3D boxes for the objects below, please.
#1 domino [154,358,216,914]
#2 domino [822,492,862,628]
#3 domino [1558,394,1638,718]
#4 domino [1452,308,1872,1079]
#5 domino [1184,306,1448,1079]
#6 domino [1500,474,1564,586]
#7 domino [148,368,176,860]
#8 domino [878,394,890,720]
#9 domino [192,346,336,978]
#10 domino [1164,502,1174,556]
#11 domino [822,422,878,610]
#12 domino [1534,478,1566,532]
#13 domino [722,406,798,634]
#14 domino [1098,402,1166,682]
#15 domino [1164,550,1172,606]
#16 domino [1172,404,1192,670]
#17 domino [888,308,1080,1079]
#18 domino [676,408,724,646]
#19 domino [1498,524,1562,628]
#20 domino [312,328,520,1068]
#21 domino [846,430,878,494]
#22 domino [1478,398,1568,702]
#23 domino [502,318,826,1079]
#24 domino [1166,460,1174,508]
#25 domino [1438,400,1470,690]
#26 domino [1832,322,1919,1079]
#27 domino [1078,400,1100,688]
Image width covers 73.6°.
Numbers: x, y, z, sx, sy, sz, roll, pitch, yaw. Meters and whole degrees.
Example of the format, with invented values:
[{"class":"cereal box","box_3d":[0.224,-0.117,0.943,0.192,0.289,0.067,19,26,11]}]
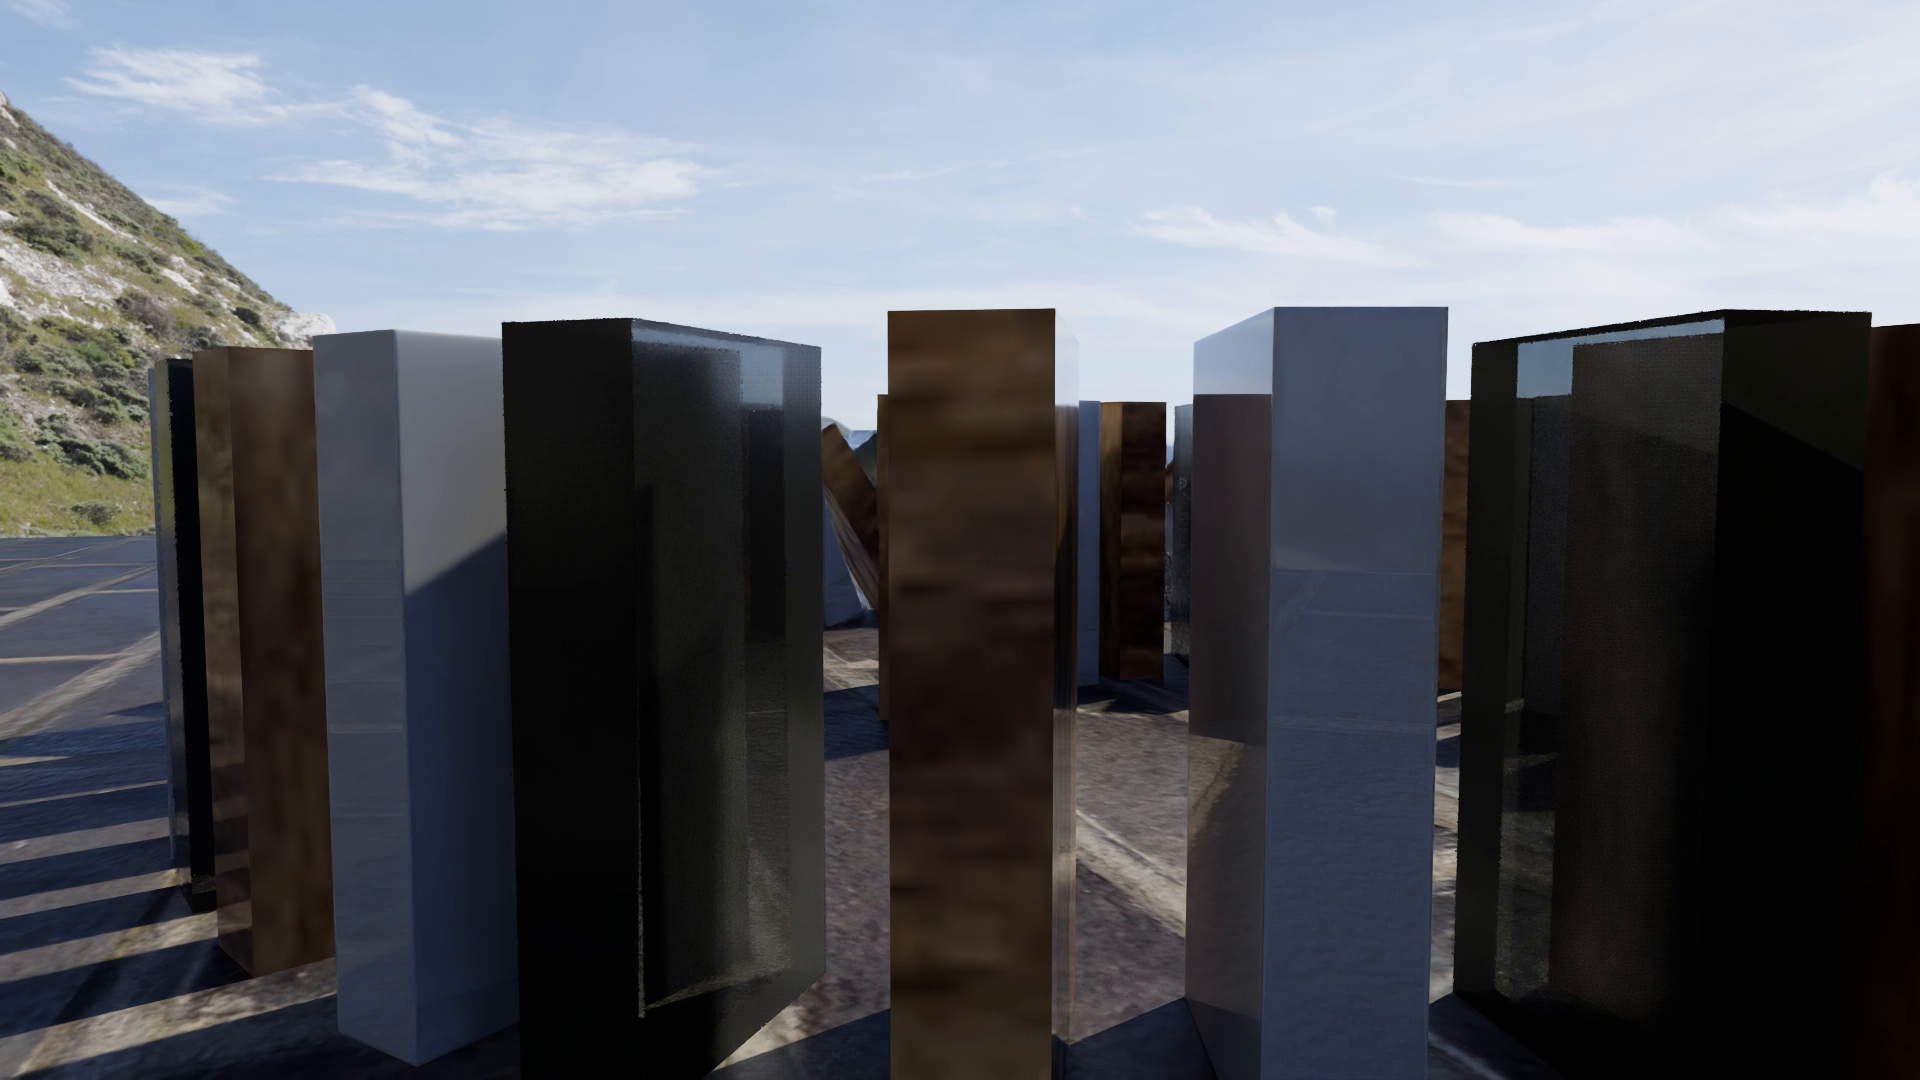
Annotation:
[{"class":"domino","box_3d":[-0.063,0.008,0.126,0.025,0.050,0.009,-3,5,-38]},{"class":"domino","box_3d":[-0.040,-0.005,0.304,0.009,0.050,0.025,-24,16,-27]},{"class":"domino","box_3d":[0.110,0.002,0.206,0.025,0.050,0.010,-2,5,-22]},{"class":"domino","box_3d":[0.045,0.011,0.086,0.009,0.050,0.025,-1,4,-10]},{"class":"domino","box_3d":[0.022,0.011,0.085,0.010,0.050,0.025,0,4,0]},{"class":"domino","box_3d":[0.144,0.002,0.304,0.025,0.010,0.050,-5,39,-48]},{"class":"domino","box_3d":[-0.073,0.007,0.140,0.025,0.050,0.009,-3,5,-32]},{"class":"domino","box_3d":[0.000,0.002,0.201,0.025,0.050,0.010,0,4,0]},{"class":"domino","box_3d":[-0.051,0.009,0.113,0.010,0.050,0.025,4,6,45]},{"class":"domino","box_3d":[0.058,-0.002,0.338,0.050,0.010,0.025,40,12,8]},{"class":"domino","box_3d":[-0.026,-0.005,0.314,0.009,0.050,0.025,-35,17,-18]},{"class":"domino","box_3d":[0.160,0.003,0.292,0.025,0.009,0.050,-3,37,-39]},{"class":"domino","box_3d":[-0.052,-0.005,0.295,0.009,0.050,0.025,-16,13,-35]},{"class":"domino","box_3d":[0.027,-0.001,0.242,0.010,0.050,0.025,-2,5,-26]},{"class":"domino","box_3d":[0.040,-0.002,0.338,0.050,0.009,0.025,40,6,0]},{"class":"domino","box_3d":[0.048,-0.001,0.247,0.009,0.050,0.025,0,4,0]},{"class":"domino","box_3d":[0.002,0.011,0.086,0.009,0.050,0.025,1,4,8]},{"class":"domino","box_3d":[-0.064,-0.003,0.280,0.025,0.050,0.010,3,5,35]},{"class":"domino","box_3d":[0.128,0.001,0.315,0.050,0.009,0.025,42,27,28]},{"class":"domino","box_3d":[-0.034,0.010,0.099,0.009,0.050,0.025,3,5,33]},{"class":"domino","box_3d":[-0.012,-0.004,0.321,0.009,0.050,0.025,-39,15,-13]},{"class":"domino","box_3d":[0.101,0.001,0.222,0.025,0.050,0.009,-3,5,-38]},{"class":"domino","box_3d":[-0.020,0.011,0.091,0.009,0.050,0.025,2,5,20]},{"class":"domino","box_3d":[0.074,-0.002,0.336,0.050,0.009,0.025,41,16,13]},{"class":"domino","box_3d":[0.090,0.000,0.232,0.010,0.050,0.025,3,5,35]},{"class":"domino","box_3d":[0.061,0.011,0.091,0.010,0.050,0.025,-2,5,-21]},{"class":"domino","box_3d":[0.013,0.000,0.232,0.009,0.050,0.025,-4,6,-39]}]
